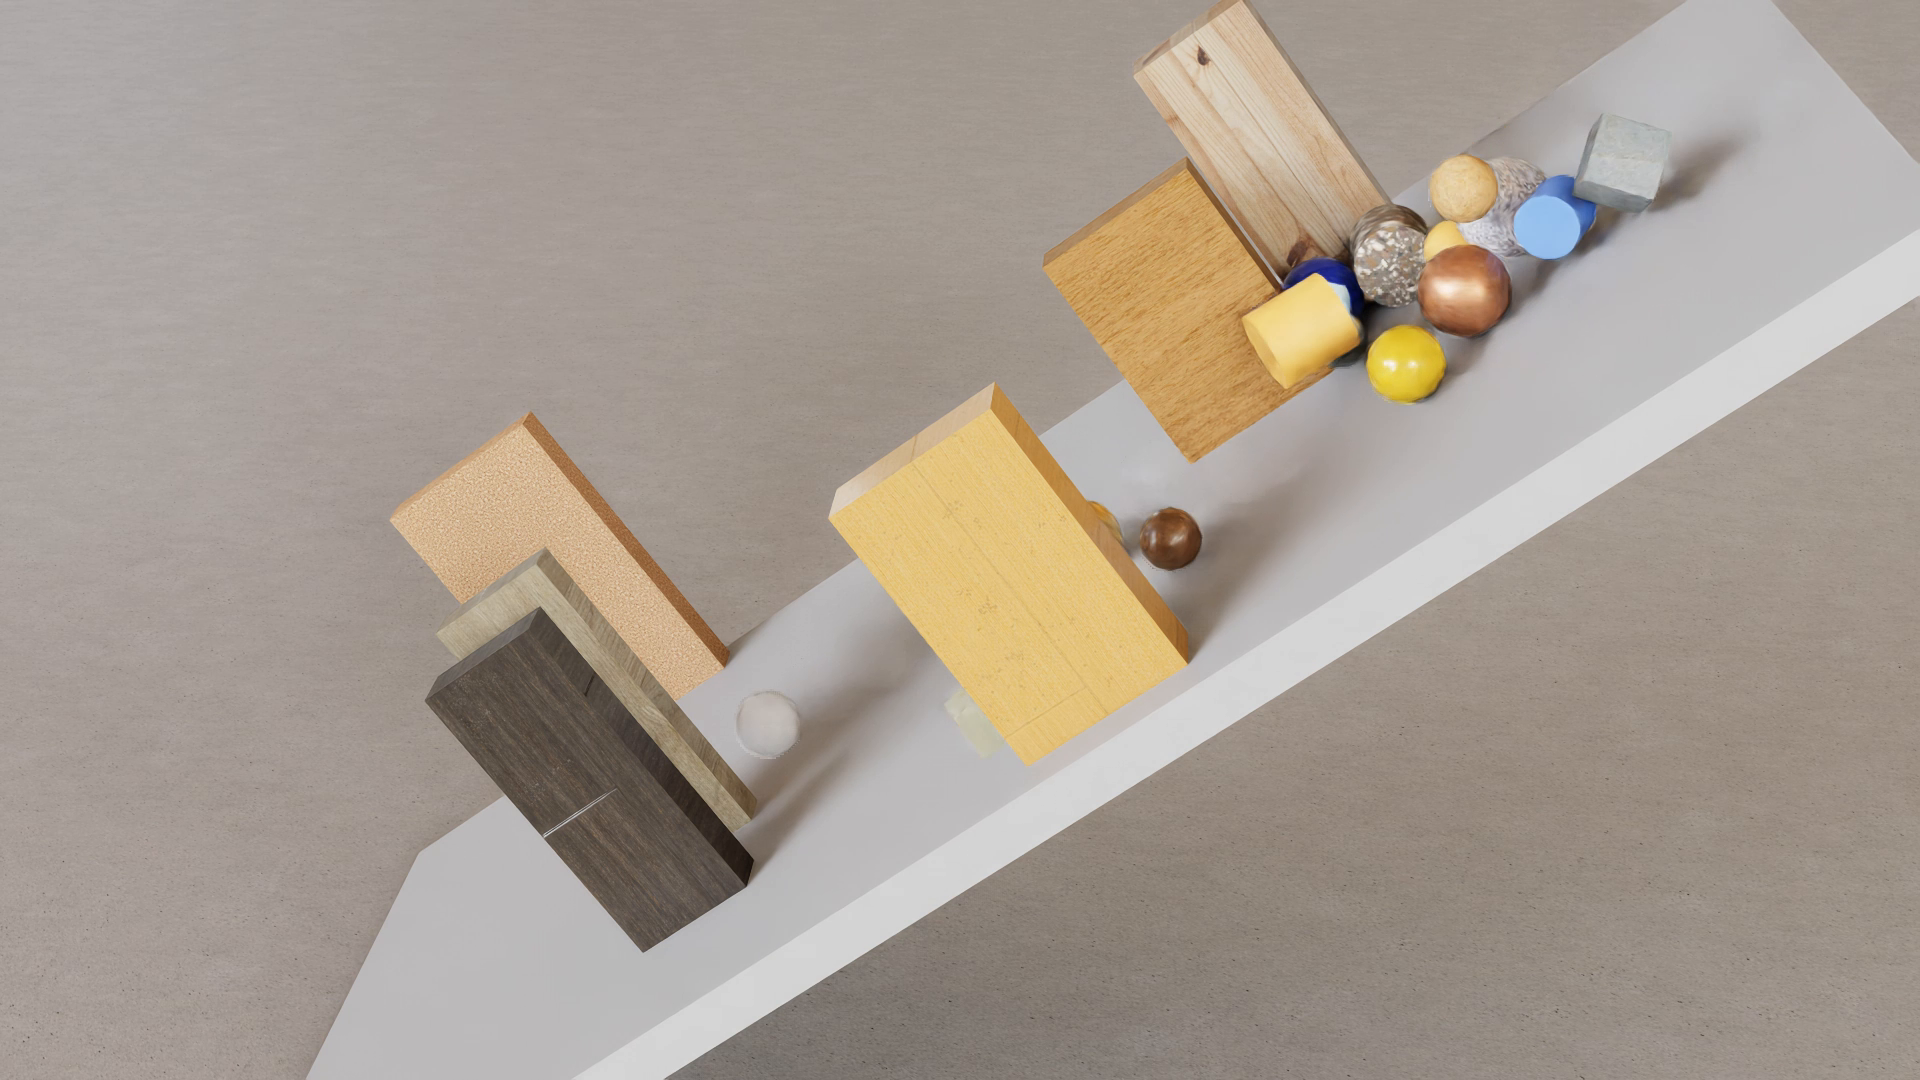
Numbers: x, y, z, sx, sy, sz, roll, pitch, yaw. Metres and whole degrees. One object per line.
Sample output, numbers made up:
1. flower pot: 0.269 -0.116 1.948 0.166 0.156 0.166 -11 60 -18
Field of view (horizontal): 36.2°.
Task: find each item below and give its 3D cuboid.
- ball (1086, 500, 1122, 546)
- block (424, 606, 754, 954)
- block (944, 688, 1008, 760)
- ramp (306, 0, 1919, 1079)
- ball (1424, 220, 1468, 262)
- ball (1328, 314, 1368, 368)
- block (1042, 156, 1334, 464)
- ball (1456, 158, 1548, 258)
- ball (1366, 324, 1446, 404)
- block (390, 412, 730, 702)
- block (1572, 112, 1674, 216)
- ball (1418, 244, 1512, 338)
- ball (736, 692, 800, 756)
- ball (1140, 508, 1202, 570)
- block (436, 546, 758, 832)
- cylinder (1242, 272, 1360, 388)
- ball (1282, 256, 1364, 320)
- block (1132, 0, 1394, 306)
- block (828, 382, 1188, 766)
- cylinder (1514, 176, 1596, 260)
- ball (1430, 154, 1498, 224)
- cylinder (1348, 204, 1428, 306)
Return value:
1. ball: 0.251 -0.002 6.062 0.164 0.164 0.164 0 22 0
2. block: -0.738 0.485 5.902 0.270 0.690 0.114 -34 16 16
3. block: 0.051 0.336 5.654 0.107 0.107 0.107 -38 15 0
4. ramp: 0.131 0.177 6.317 4.000 0.100 2.000 -34 16 16
5. ball: 1.027 -0.604 6.107 0.127 0.127 0.127 0 22 0
6. ball: 0.791 -0.417 6.124 0.117 0.117 0.117 0 22 0
7. block: 0.482 -0.481 6.205 0.367 0.538 0.101 -34 16 16
8. ball: 1.108 -0.675 5.981 0.205 0.205 0.205 0 22 0
9. ball: 0.861 -0.340 5.681 0.151 0.151 0.151 0 22 0
10. block: -0.993 0.117 7.331 0.432 0.792 0.098 -34 16 16
11. block: 1.271 -0.722 5.653 0.137 0.137 0.137 17 -5 3
12. ball: 0.988 -0.488 5.762 0.182 0.182 0.182 0 22 0
13. ball: -0.421 0.404 6.453 0.143 0.143 0.143 0 22 0
14. ball: 0.413 -0.002 5.775 0.123 0.123 0.123 0 22 0
15. block: -0.762 0.377 6.211 0.275 0.719 0.094 -34 16 16
16. cylinder: 0.686 -0.421 5.922 0.171 0.171 0.171 -31 27 -2
17. ball: 0.776 -0.517 6.310 0.181 0.181 0.181 0 22 0
18. block: 0.694 -0.816 6.362 0.279 0.709 0.129 -34 16 16
19. block: 0.094 0.067 5.386 0.363 0.606 0.146 -34 16 16
20. cylinder: 1.171 -0.635 5.784 0.130 0.130 0.130 10 28 23
21. ball: 0.998 -0.695 5.826 0.134 0.134 0.134 0 22 0
22. cylinder: 0.922 -0.607 6.263 0.175 0.175 0.175 1 22 3
